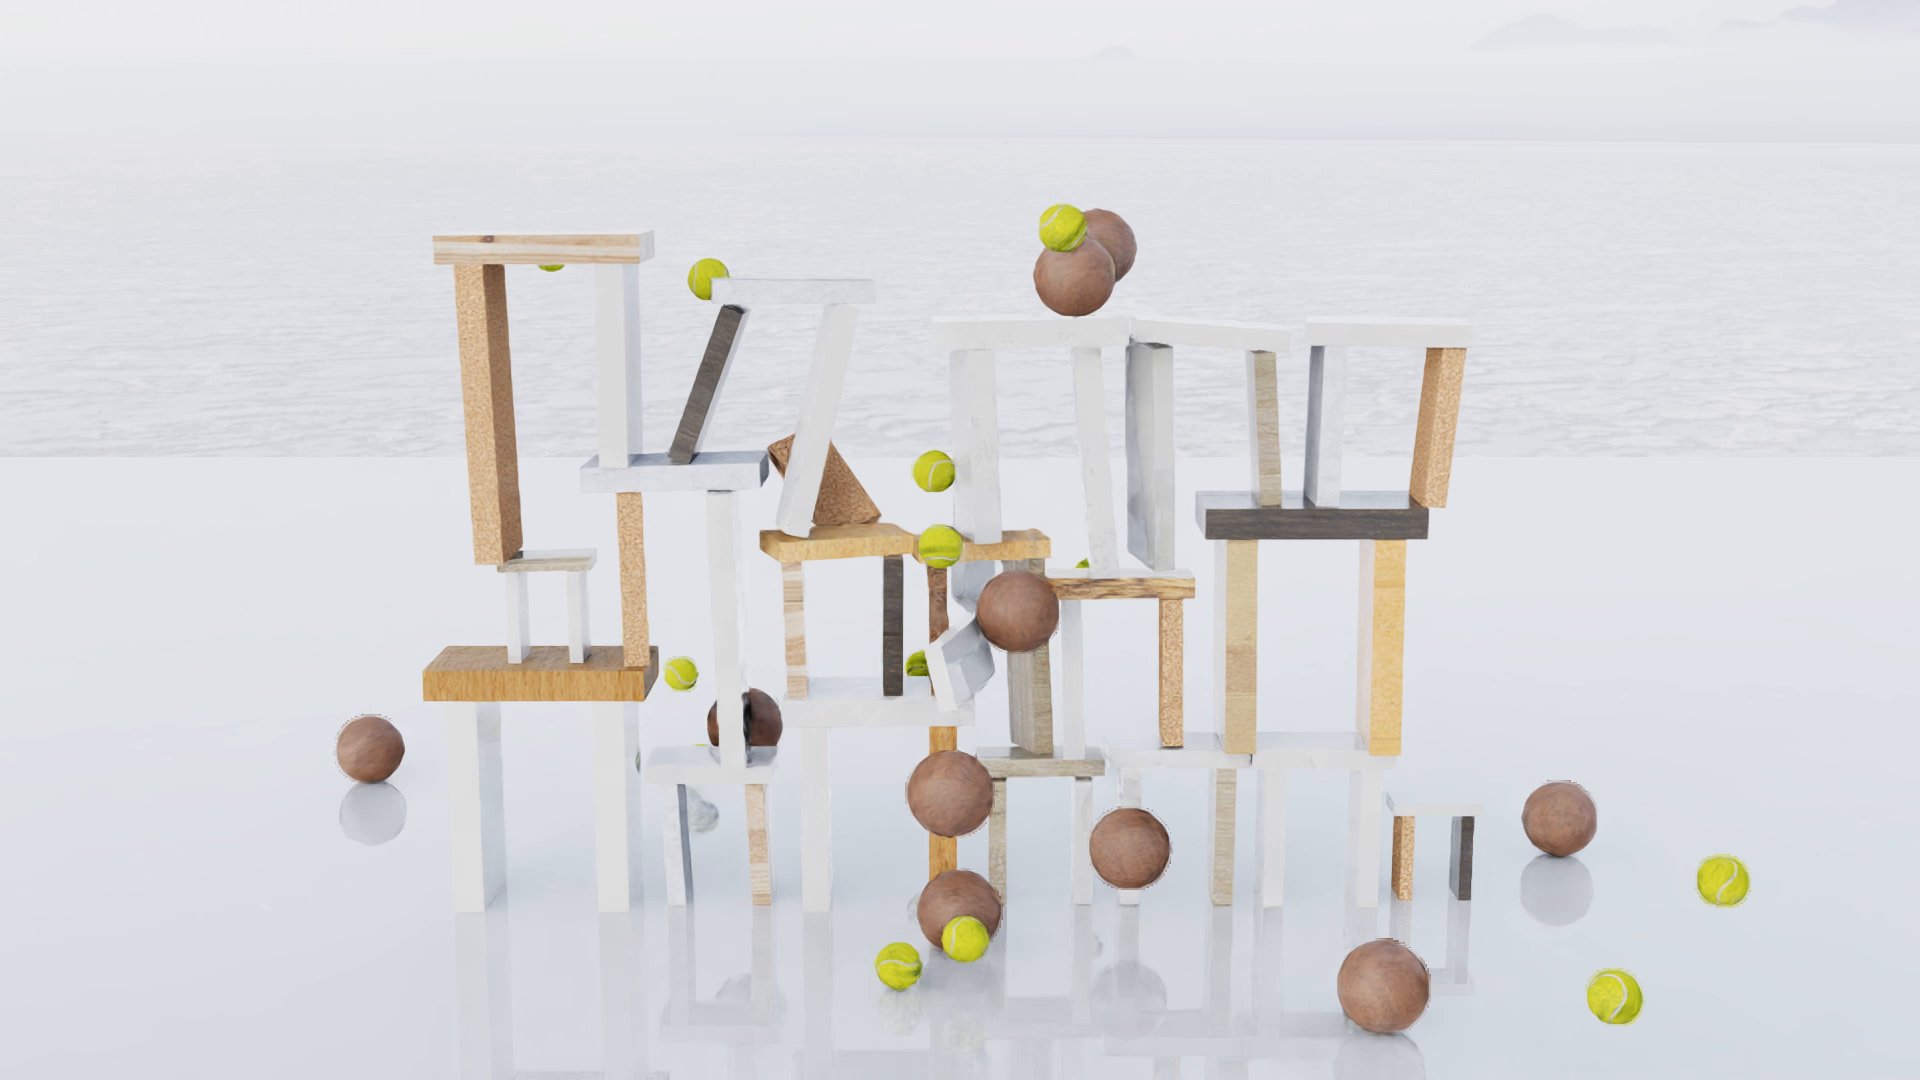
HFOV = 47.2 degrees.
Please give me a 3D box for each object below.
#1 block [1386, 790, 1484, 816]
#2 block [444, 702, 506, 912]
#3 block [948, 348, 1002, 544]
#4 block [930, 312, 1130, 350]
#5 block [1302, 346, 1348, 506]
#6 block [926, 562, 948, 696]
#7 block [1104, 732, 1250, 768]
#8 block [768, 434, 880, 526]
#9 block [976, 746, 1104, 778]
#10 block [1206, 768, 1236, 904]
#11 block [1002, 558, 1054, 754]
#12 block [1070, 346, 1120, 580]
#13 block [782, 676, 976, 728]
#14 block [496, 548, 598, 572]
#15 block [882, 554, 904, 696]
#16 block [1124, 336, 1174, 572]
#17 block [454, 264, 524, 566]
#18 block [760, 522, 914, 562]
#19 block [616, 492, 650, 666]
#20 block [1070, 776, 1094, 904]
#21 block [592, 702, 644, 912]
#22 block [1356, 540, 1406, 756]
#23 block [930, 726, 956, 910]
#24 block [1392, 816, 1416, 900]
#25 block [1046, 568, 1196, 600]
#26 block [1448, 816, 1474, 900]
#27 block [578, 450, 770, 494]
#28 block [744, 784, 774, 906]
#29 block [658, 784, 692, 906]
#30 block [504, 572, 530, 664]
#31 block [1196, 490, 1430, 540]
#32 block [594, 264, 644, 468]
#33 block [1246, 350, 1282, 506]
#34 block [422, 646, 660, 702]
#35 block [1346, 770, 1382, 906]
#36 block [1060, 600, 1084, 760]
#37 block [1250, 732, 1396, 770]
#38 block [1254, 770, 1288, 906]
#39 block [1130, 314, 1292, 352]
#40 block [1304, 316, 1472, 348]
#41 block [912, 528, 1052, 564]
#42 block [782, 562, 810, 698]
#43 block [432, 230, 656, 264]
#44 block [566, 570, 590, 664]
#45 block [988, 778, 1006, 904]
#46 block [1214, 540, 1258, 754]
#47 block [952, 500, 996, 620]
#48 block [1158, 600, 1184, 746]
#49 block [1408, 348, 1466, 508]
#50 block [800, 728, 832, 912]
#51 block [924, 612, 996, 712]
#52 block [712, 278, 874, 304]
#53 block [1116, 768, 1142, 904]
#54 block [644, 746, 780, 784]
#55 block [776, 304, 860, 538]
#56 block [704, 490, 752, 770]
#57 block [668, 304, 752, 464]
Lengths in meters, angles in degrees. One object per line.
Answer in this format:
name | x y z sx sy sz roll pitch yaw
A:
block | 0.785 0.436 3.642 0.146 0.021 0.073 0 11 0
block | -0.799 0.416 3.637 0.050 0.354 0.177 0 11 0
block | 0.024 -0.159 3.546 0.044 0.310 0.155 -4 10 -11
block | 0.109 -0.335 3.518 0.310 0.044 0.155 -2 10 -1
block | 0.584 -0.190 3.520 0.036 0.254 0.127 1 11 -1
block | -0.036 0.136 3.582 0.031 0.216 0.108 -2 10 -2
block | 0.357 0.346 3.628 0.230 0.033 0.115 0 9 0
block | -0.229 -0.094 3.688 0.099 0.199 0.028 -27 -20 -25
block | 0.131 0.367 3.642 0.207 0.029 0.103 0 7 -2
block | 0.433 0.476 3.648 0.033 0.230 0.115 1 9 0
block | 0.112 0.182 3.660 0.031 0.333 0.108 -6 8 -22
block | 0.219 -0.133 3.589 0.044 0.375 0.155 -5 7 2
block | -0.132 0.265 3.604 0.310 0.044 0.155 0 11 -1
block | -0.669 0.033 3.565 0.150 0.021 0.075 -2 11 0
block | -0.110 0.131 3.586 0.032 0.225 0.113 0 11 -3
block | 0.311 -0.144 3.600 0.034 0.374 0.121 -8 19 -17
block | -0.753 -0.207 3.518 0.045 0.473 0.159 -2 11 1
block | -0.200 0.003 3.567 0.225 0.032 0.113 -4 12 -21
block | -0.533 0.050 3.583 0.040 0.285 0.143 -3 11 -9
block | 0.202 0.488 3.649 0.029 0.207 0.104 0 10 -1
block | -0.565 0.416 3.636 0.050 0.354 0.177 0 11 -1
block | 0.685 0.157 3.583 0.050 0.351 0.175 0 11 3
block | -0.028 0.438 3.637 0.044 0.310 0.155 0 11 0
block | 0.737 0.518 3.657 0.021 0.146 0.073 0 11 0
block | 0.262 0.072 3.611 0.238 0.034 0.119 0 7 1
block | 0.834 0.518 3.657 0.021 0.146 0.073 0 11 0
block | -0.457 -0.110 3.538 0.285 0.040 0.143 -2 11 1
block | -0.331 0.487 3.641 0.030 0.209 0.104 -3 12 0
block | -0.470 0.487 3.642 0.030 0.209 0.104 -3 13 0
block | -0.721 0.119 3.583 0.021 0.150 0.075 0 11 0
block | 0.564 -0.041 3.555 0.351 0.050 0.176 0 11 1
block | -0.543 -0.285 3.506 0.045 0.319 0.159 0 11 1
block | 0.487 -0.185 3.528 0.034 0.242 0.121 -4 11 1
block | -0.682 0.218 3.600 0.354 0.050 0.177 0 11 0
block | 0.669 0.477 3.642 0.033 0.232 0.116 0 11 0
block | 0.185 0.220 3.630 0.034 0.264 0.119 -1 7 2
block | 0.590 0.346 3.619 0.232 0.033 0.116 0 11 0
block | 0.514 0.477 3.643 0.033 0.232 0.116 0 11 0
block | 0.398 -0.331 3.510 0.242 0.034 0.121 4 11 0
block | 0.676 -0.331 3.488 0.254 0.036 0.127 2 11 7
block | 0.031 0.009 3.576 0.216 0.031 0.108 -2 10 -10
block | -0.267 0.132 3.576 0.032 0.225 0.113 -2 11 -2
block | -0.653 -0.463 3.470 0.319 0.045 0.159 0 11 1
block | -0.622 0.118 3.583 0.021 0.150 0.075 -1 10 0
block | 0.062 0.488 3.649 0.029 0.207 0.104 0 10 1
block | 0.449 0.156 3.593 0.050 0.351 0.175 -1 11 0
block | 0.024 0.034 3.889 0.028 0.199 0.099 -18 -35 28
block | 0.347 0.209 3.617 0.034 0.239 0.119 -1 7 3
block | 0.762 -0.187 3.516 0.036 0.254 0.127 5 11 0
block | -0.237 0.440 3.631 0.044 0.310 0.155 0 11 -2
block | 0.002 0.186 3.375 0.028 0.099 0.209 -10 9 20
block | -0.267 -0.397 3.495 0.253 0.036 0.126 -1 9 -7
block | 0.280 0.476 3.647 0.033 0.230 0.115 0 9 0
block | -0.406 0.370 3.615 0.209 0.030 0.104 0 13 1
block | -0.230 -0.196 3.524 0.036 0.372 0.126 12 6 -14
block | -0.374 0.134 3.565 0.040 0.451 0.143 -2 13 -1
block | -0.399 -0.253 3.507 0.036 0.253 0.126 21 11 -3
